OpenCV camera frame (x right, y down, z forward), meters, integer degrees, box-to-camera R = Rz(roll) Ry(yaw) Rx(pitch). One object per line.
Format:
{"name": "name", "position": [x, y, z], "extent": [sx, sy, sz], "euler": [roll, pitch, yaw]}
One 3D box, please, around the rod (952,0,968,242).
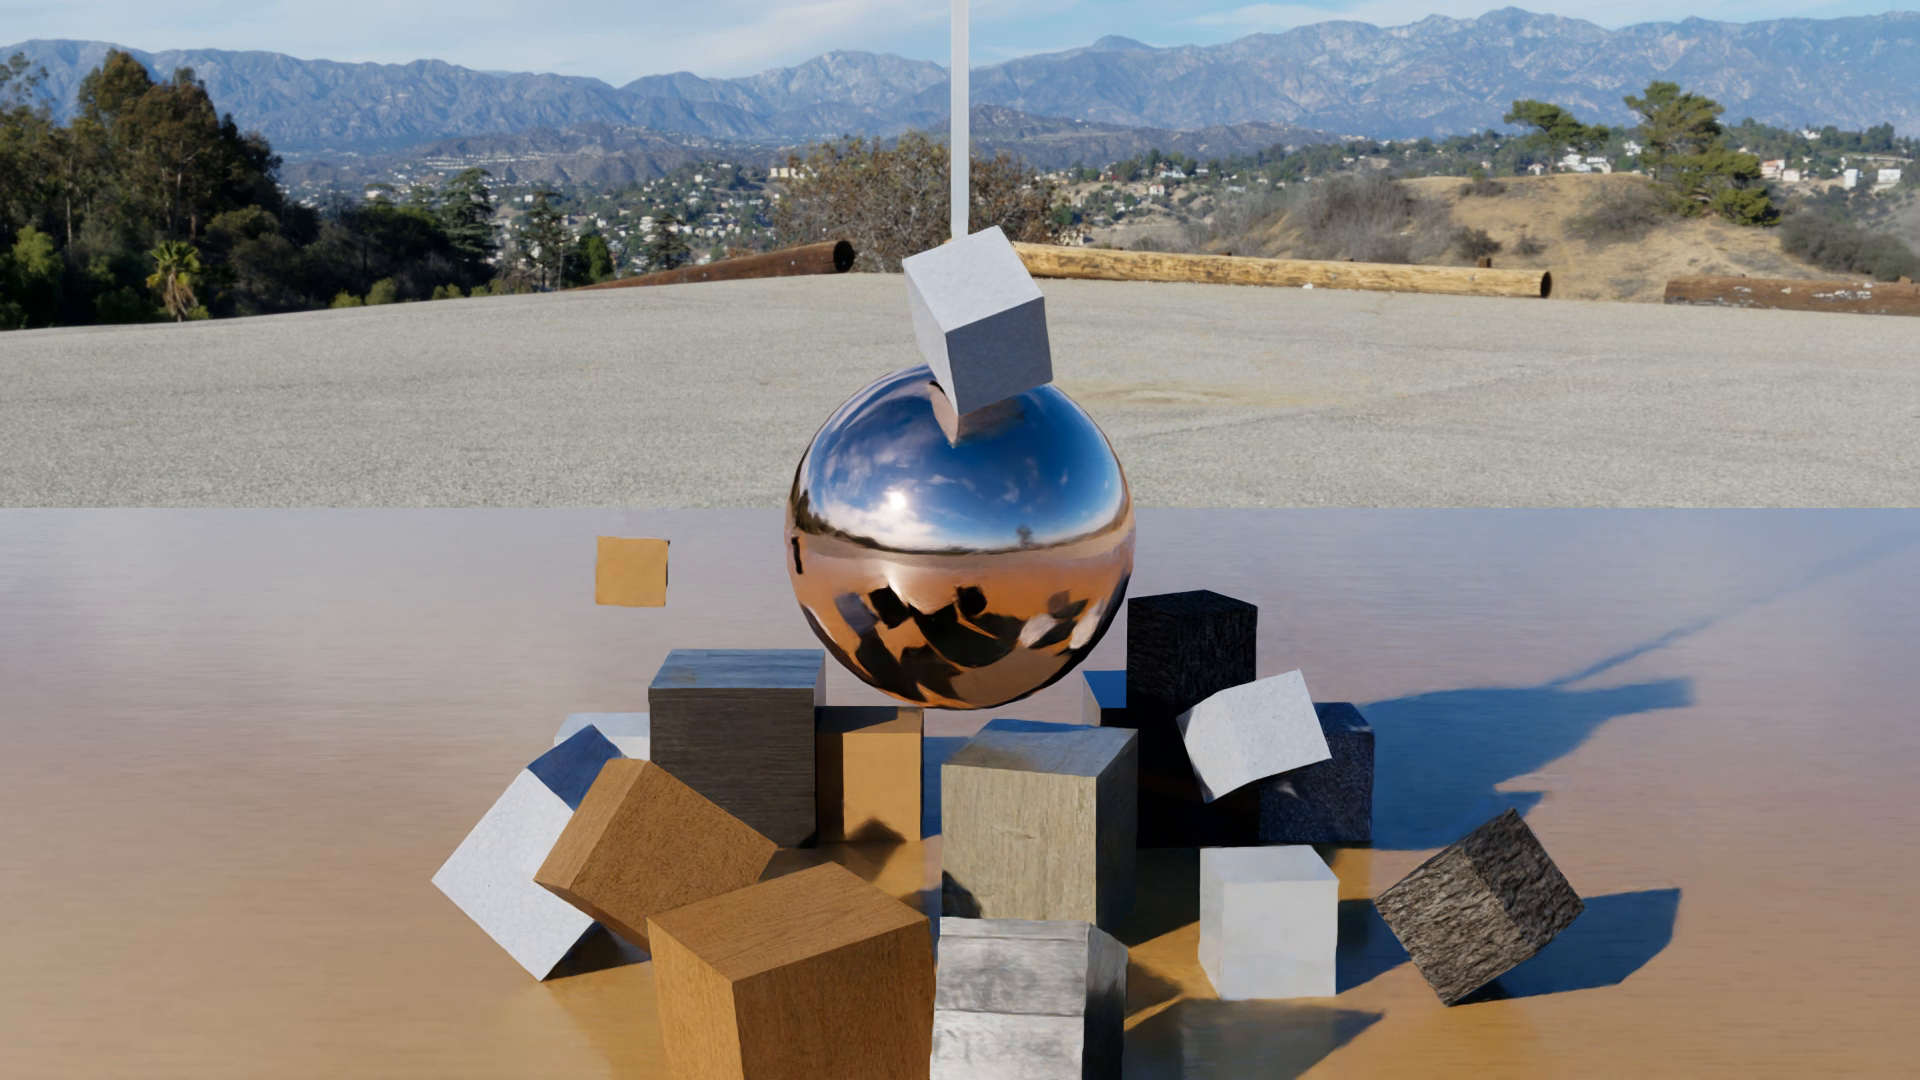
{"name": "rod", "position": [0.000, -3.424, 10.041], "extent": [0.080, 5.200, 0.080], "euler": [0, -1, 0]}

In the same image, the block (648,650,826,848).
{"name": "block", "position": [-1.131, 1.066, 11.391], "extent": [0.820, 0.828, 0.847], "euler": [0, 10, 0]}

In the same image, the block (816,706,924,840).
{"name": "block", "position": [-0.458, 1.200, 11.398], "extent": [0.525, 0.560, 0.544], "euler": [0, 10, 1]}

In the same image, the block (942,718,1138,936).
{"name": "block", "position": [0.371, 1.332, 9.923], "extent": [0.694, 0.830, 0.815], "euler": [3, 11, 17]}

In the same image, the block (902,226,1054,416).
{"name": "block", "position": [0.078, -0.932, 9.349], "extent": [0.443, 0.508, 0.488], "euler": [-21, 51, -9]}

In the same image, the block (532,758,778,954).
{"name": "block", "position": [-1.218, 1.288, 8.765], "extent": [0.636, 0.575, 0.547], "euler": [36, -18, -18]}

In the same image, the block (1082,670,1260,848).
{"name": "block", "position": [1.078, 1.118, 11.383], "extent": [0.809, 0.728, 0.785], "euler": [-1, 10, -4]}

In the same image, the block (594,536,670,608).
{"name": "block", "position": [-1.531, 0.151, 10.281], "extent": [0.318, 0.312, 0.315], "euler": [3, -1, -7]}

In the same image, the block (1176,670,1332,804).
{"name": "block", "position": [1.362, 0.919, 10.248], "extent": [0.437, 0.431, 0.498], "euler": [-13, -14, -23]}

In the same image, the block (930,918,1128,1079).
{"name": "block", "position": [0.252, 1.695, 7.750], "extent": [0.529, 0.621, 0.634], "euler": [-1, -18, 16]}

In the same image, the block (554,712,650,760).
{"name": "block", "position": [-1.801, 1.215, 11.410], "extent": [0.509, 0.527, 0.486], "euler": [0, 10, 0]}

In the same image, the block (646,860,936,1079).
{"name": "block", "position": [-0.616, 1.703, 8.196], "extent": [0.794, 0.636, 0.754], "euler": [-13, 15, -29]}

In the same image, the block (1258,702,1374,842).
{"name": "block", "position": [1.784, 1.195, 11.388], "extent": [0.584, 0.574, 0.592], "euler": [0, 10, -2]}

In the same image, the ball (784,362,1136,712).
{"name": "ball", "position": [0.000, -0.024, 9.982], "extent": [1.600, 1.600, 1.600], "euler": [0, 10, 0]}

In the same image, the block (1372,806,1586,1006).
{"name": "block", "position": [2.153, 1.514, 9.119], "extent": [0.527, 0.509, 0.504], "euler": [-20, -19, -51]}

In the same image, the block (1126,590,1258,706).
{"name": "block", "position": [1.180, 0.542, 11.231], "extent": [0.479, 0.460, 0.465], "euler": [-5, 12, -28]}

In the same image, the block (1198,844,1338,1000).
{"name": "block", "position": [1.297, 1.610, 9.293], "extent": [0.481, 0.506, 0.456], "euler": [-1, 10, -6]}

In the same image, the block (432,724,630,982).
{"name": "block", "position": [-1.710, 1.342, 9.546], "extent": [0.634, 0.696, 0.703], "euler": [42, 16, 3]}
